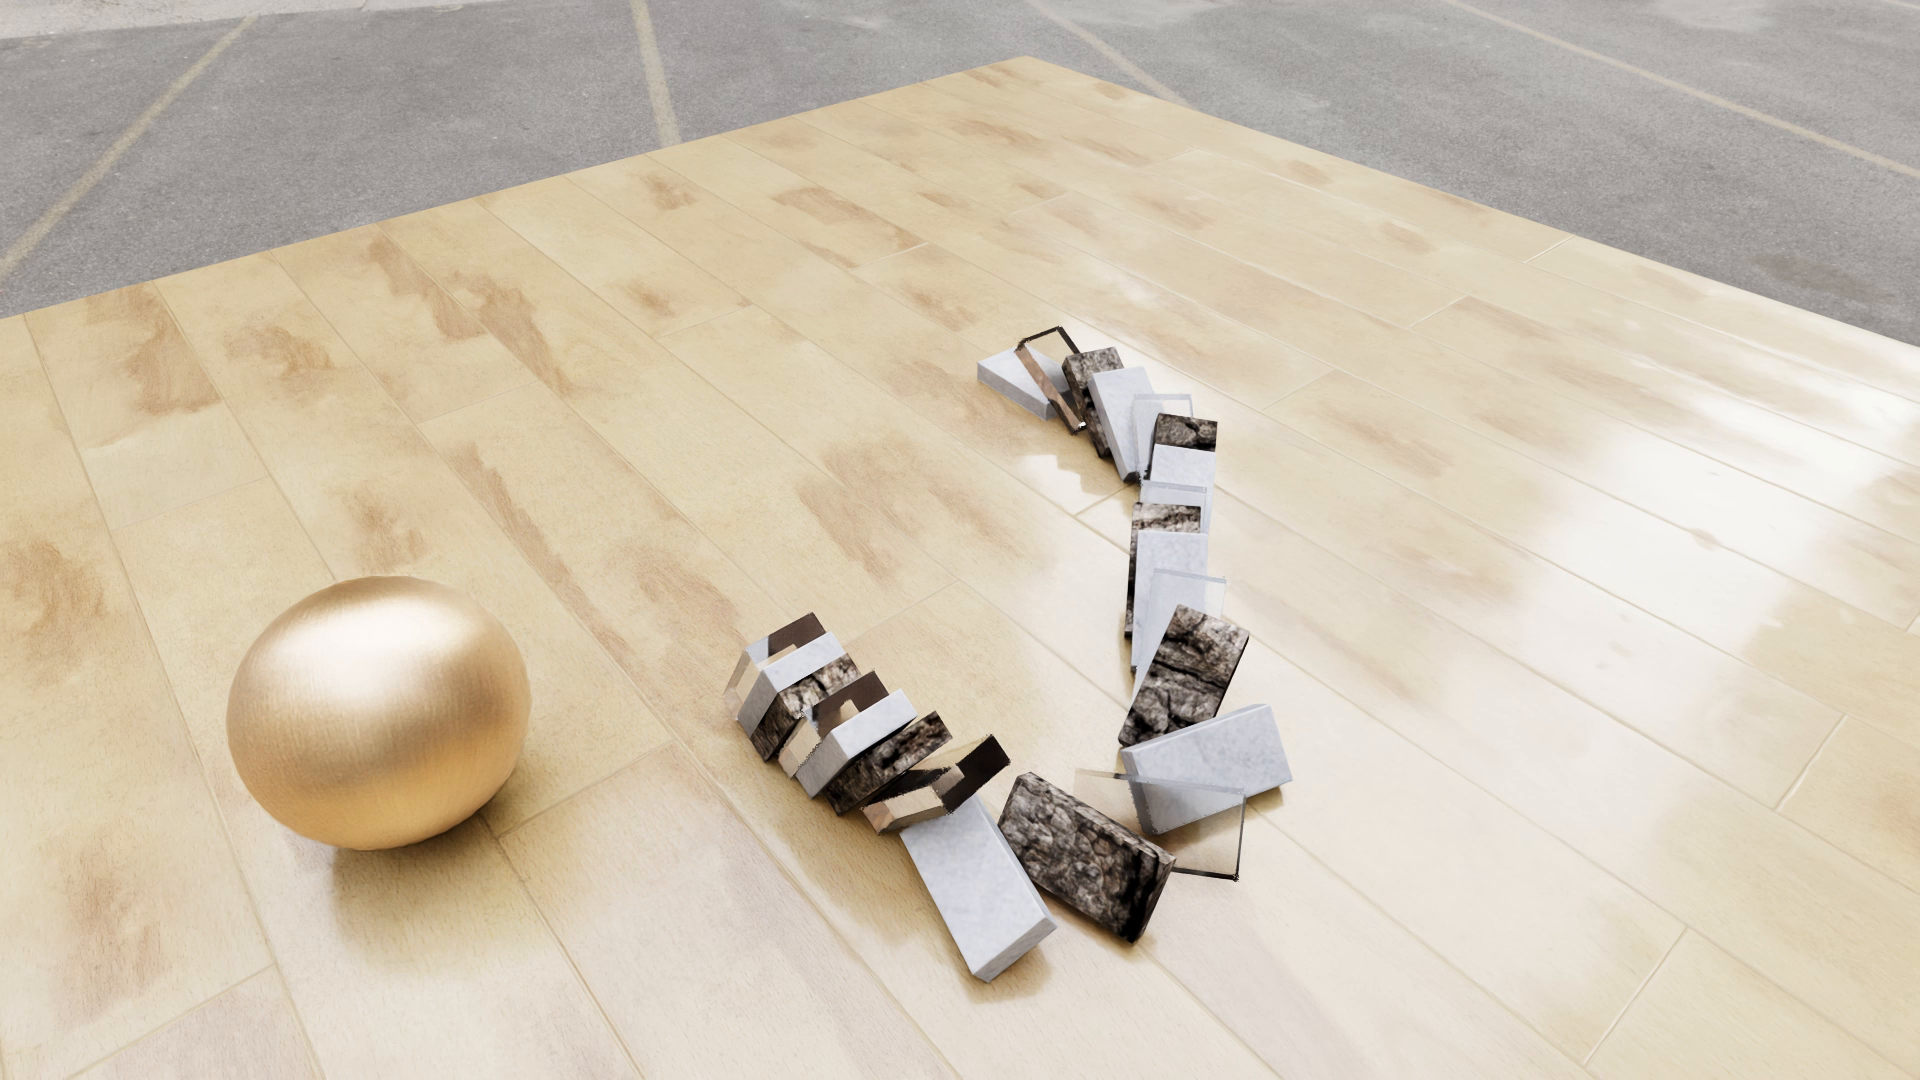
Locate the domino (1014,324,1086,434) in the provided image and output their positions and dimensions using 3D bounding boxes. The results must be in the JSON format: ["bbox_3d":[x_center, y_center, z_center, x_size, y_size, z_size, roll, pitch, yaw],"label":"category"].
[{"bbox_3d":[0.050,-0.076,0.518,0.025,0.009,0.050,-25,74,-29],"label":"domino"}]

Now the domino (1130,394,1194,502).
[{"bbox_3d":[0.088,-0.039,0.473,0.025,0.010,0.050,0,67,-1],"label":"domino"}]

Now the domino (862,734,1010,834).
[{"bbox_3d":[-0.008,0.073,0.326,0.025,0.050,0.009,-34,89,-34],"label":"domino"}]

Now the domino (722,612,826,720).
[{"bbox_3d":[-0.062,0.042,0.362,0.025,0.050,0.009,-29,78,-30],"label":"domino"}]

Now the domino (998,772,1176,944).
[{"bbox_3d":[0.035,0.091,0.319,0.050,0.025,0.009,26,10,28],"label":"domino"}]

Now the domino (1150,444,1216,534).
[{"bbox_3d":[0.087,-0.013,0.441,0.025,0.009,0.050,9,67,6],"label":"domino"}]

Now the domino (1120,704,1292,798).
[{"bbox_3d":[0.078,0.071,0.345,0.050,0.009,0.025,-15,86,-17],"label":"domino"}]

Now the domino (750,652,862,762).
[{"bbox_3d":[-0.049,0.054,0.347,0.025,0.050,0.010,-29,78,-30],"label":"domino"}]

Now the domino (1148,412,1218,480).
[{"bbox_3d":[0.092,-0.027,0.458,0.025,0.010,0.050,9,67,3],"label":"domino"}]

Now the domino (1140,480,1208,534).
[{"bbox_3d":[0.080,0.002,0.423,0.025,0.009,0.050,7,67,9],"label":"domino"}]

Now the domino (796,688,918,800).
[{"bbox_3d":[-0.032,0.063,0.336,0.025,0.050,0.009,-29,78,-30],"label":"domino"}]

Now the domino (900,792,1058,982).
[{"bbox_3d":[0.004,0.097,0.316,0.025,0.010,0.050,-39,46,2],"label":"domino"}]

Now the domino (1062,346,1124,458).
[{"bbox_3d":[0.068,-0.064,0.504,0.025,0.009,0.050,-13,68,-16],"label":"domino"}]

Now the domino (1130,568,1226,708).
[{"bbox_3d":[0.075,0.036,0.379,0.025,0.010,0.050,9,73,11],"label":"domino"}]

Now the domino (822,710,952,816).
[{"bbox_3d":[-0.023,0.068,0.331,0.025,0.050,0.009,-29,80,-30],"label":"domino"}]

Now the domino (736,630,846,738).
[{"bbox_3d":[-0.055,0.048,0.355,0.025,0.050,0.009,-29,78,-30],"label":"domino"}]

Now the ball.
[{"bbox_3d":[-0.170,0.050,0.326,0.080,0.080,0.080,0,39,0],"label":"ball"}]

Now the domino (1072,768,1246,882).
[{"bbox_3d":[0.058,0.084,0.328,0.050,0.025,0.009,6,0,7],"label":"domino"}]

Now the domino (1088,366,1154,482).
[{"bbox_3d":[0.077,-0.052,0.489,0.025,0.010,0.050,-12,70,-14],"label":"domino"}]

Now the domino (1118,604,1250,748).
[{"bbox_3d":[0.074,0.049,0.363,0.025,0.010,0.050,22,75,20],"label":"domino"}]

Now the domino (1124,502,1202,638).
[{"bbox_3d":[0.075,0.012,0.408,0.025,0.010,0.050,4,72,8],"label":"domino"}]

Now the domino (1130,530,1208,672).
[{"bbox_3d":[0.075,0.022,0.394,0.025,0.010,0.050,4,72,8],"label":"domino"}]

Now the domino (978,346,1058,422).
[{"bbox_3d":[0.034,-0.077,0.537,0.025,0.010,0.050,-28,47,-29],"label":"domino"}]

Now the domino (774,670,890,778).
[{"bbox_3d":[-0.040,0.058,0.342,0.025,0.050,0.009,-29,78,-29],"label":"domino"}]
